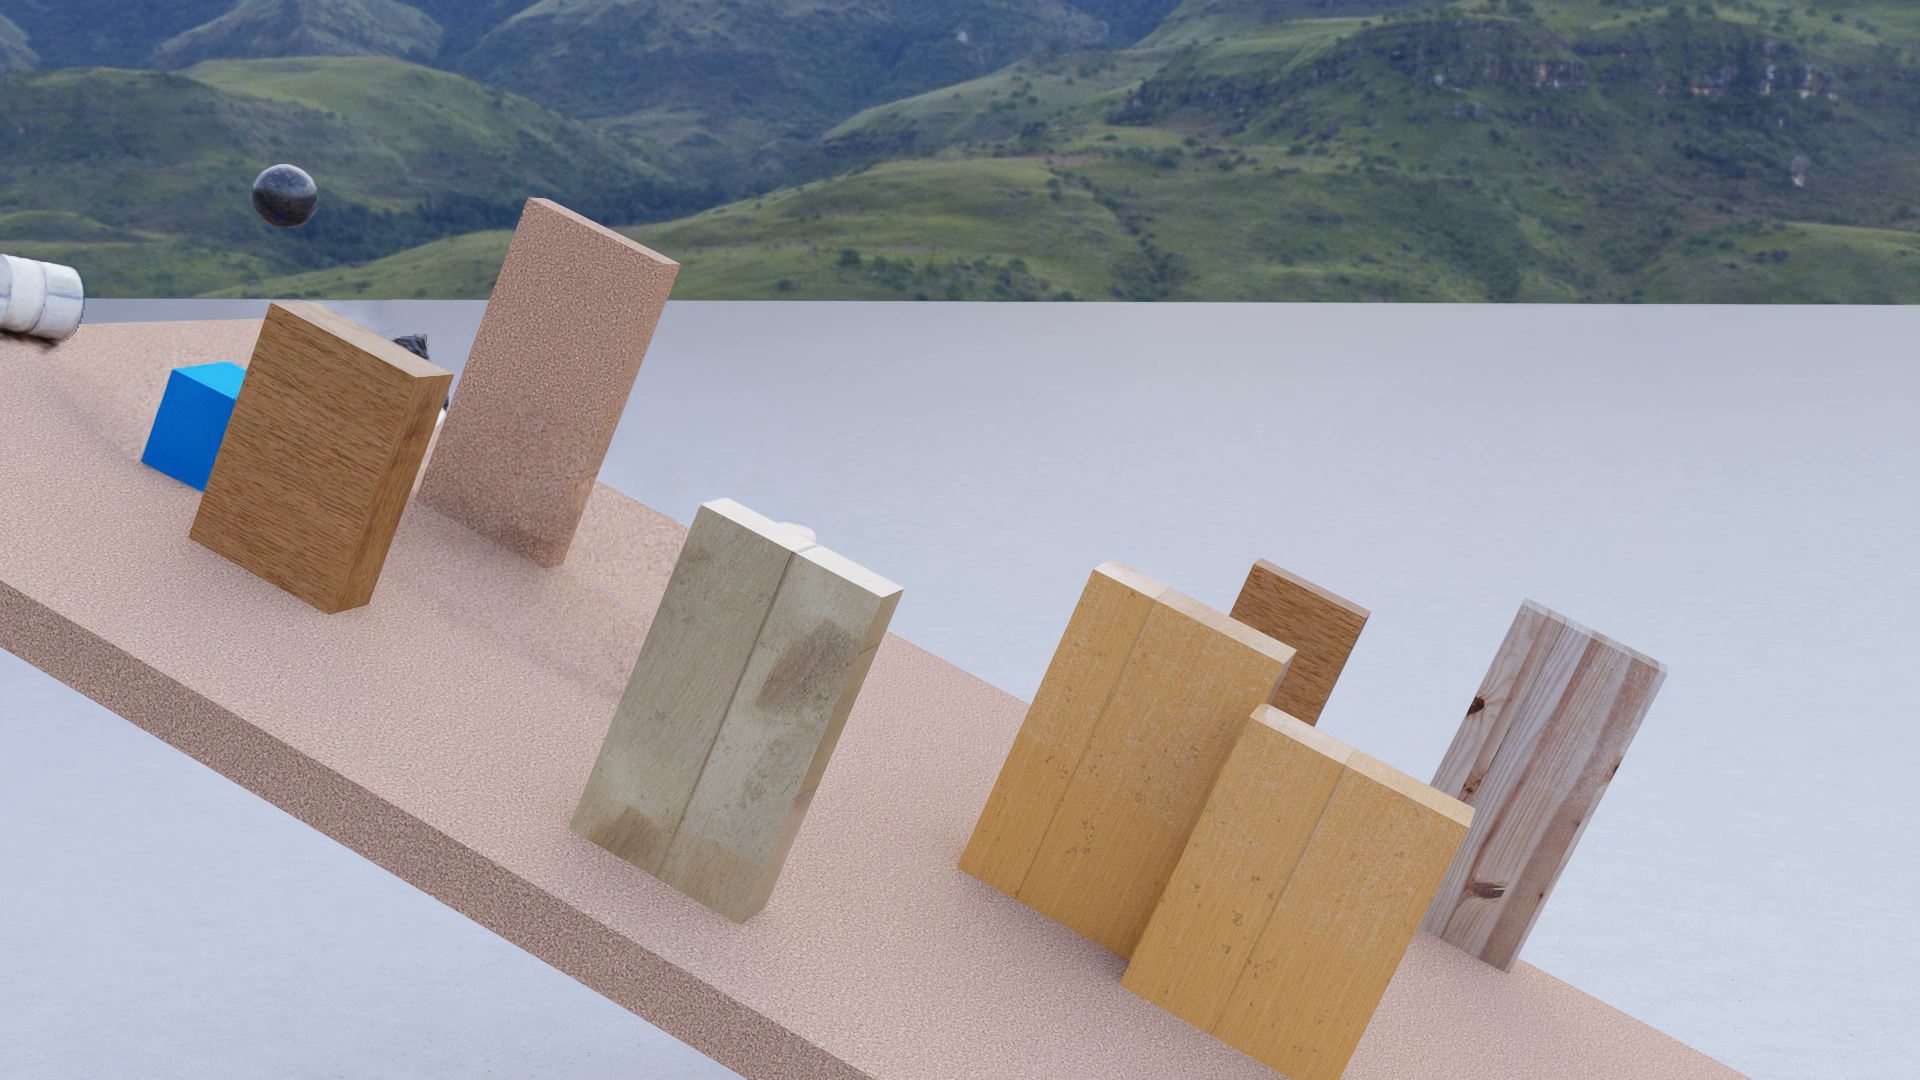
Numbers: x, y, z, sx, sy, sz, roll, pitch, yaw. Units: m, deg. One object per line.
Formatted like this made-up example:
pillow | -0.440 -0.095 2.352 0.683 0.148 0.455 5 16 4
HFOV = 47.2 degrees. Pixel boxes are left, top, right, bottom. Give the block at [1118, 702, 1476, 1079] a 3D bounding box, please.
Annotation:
block | 0.570 0.608 3.738 0.398 0.529 0.136 27 14 13

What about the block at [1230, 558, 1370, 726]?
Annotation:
block | 0.589 0.371 4.499 0.247 0.619 0.092 27 14 13

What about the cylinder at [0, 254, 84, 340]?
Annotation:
cylinder | -1.943 -0.507 4.586 0.156 0.156 0.156 6 -1 39

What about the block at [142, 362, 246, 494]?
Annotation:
block | -1.414 -0.209 4.249 0.195 0.195 0.195 26 13 8

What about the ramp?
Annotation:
ramp | -0.276 0.476 4.177 4.000 0.100 2.000 27 14 13

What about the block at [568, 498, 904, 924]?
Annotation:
block | -0.351 0.264 3.409 0.319 0.571 0.102 27 14 13

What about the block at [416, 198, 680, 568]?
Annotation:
block | -0.861 -0.325 4.570 0.330 0.689 0.082 27 14 13

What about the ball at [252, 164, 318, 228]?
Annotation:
ball | -1.303 -0.663 4.246 0.123 0.123 0.123 0 7 0

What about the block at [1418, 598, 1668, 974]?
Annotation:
block | 1.187 0.524 4.690 0.323 0.729 0.109 27 14 13

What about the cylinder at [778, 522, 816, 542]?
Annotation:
cylinder | -0.365 0.096 4.280 0.197 0.197 0.197 -6 23 3

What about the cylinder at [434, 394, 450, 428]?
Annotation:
cylinder | -1.288 -0.343 5.069 0.159 0.159 0.159 -7 31 -44

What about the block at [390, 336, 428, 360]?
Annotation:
block | -1.213 -0.355 4.771 0.121 0.121 0.121 -7 -20 -11

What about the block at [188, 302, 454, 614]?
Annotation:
block | -1.137 -0.149 3.910 0.310 0.460 0.129 27 14 13

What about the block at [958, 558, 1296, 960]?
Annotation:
block | 0.296 0.393 3.934 0.368 0.608 0.149 27 14 13
